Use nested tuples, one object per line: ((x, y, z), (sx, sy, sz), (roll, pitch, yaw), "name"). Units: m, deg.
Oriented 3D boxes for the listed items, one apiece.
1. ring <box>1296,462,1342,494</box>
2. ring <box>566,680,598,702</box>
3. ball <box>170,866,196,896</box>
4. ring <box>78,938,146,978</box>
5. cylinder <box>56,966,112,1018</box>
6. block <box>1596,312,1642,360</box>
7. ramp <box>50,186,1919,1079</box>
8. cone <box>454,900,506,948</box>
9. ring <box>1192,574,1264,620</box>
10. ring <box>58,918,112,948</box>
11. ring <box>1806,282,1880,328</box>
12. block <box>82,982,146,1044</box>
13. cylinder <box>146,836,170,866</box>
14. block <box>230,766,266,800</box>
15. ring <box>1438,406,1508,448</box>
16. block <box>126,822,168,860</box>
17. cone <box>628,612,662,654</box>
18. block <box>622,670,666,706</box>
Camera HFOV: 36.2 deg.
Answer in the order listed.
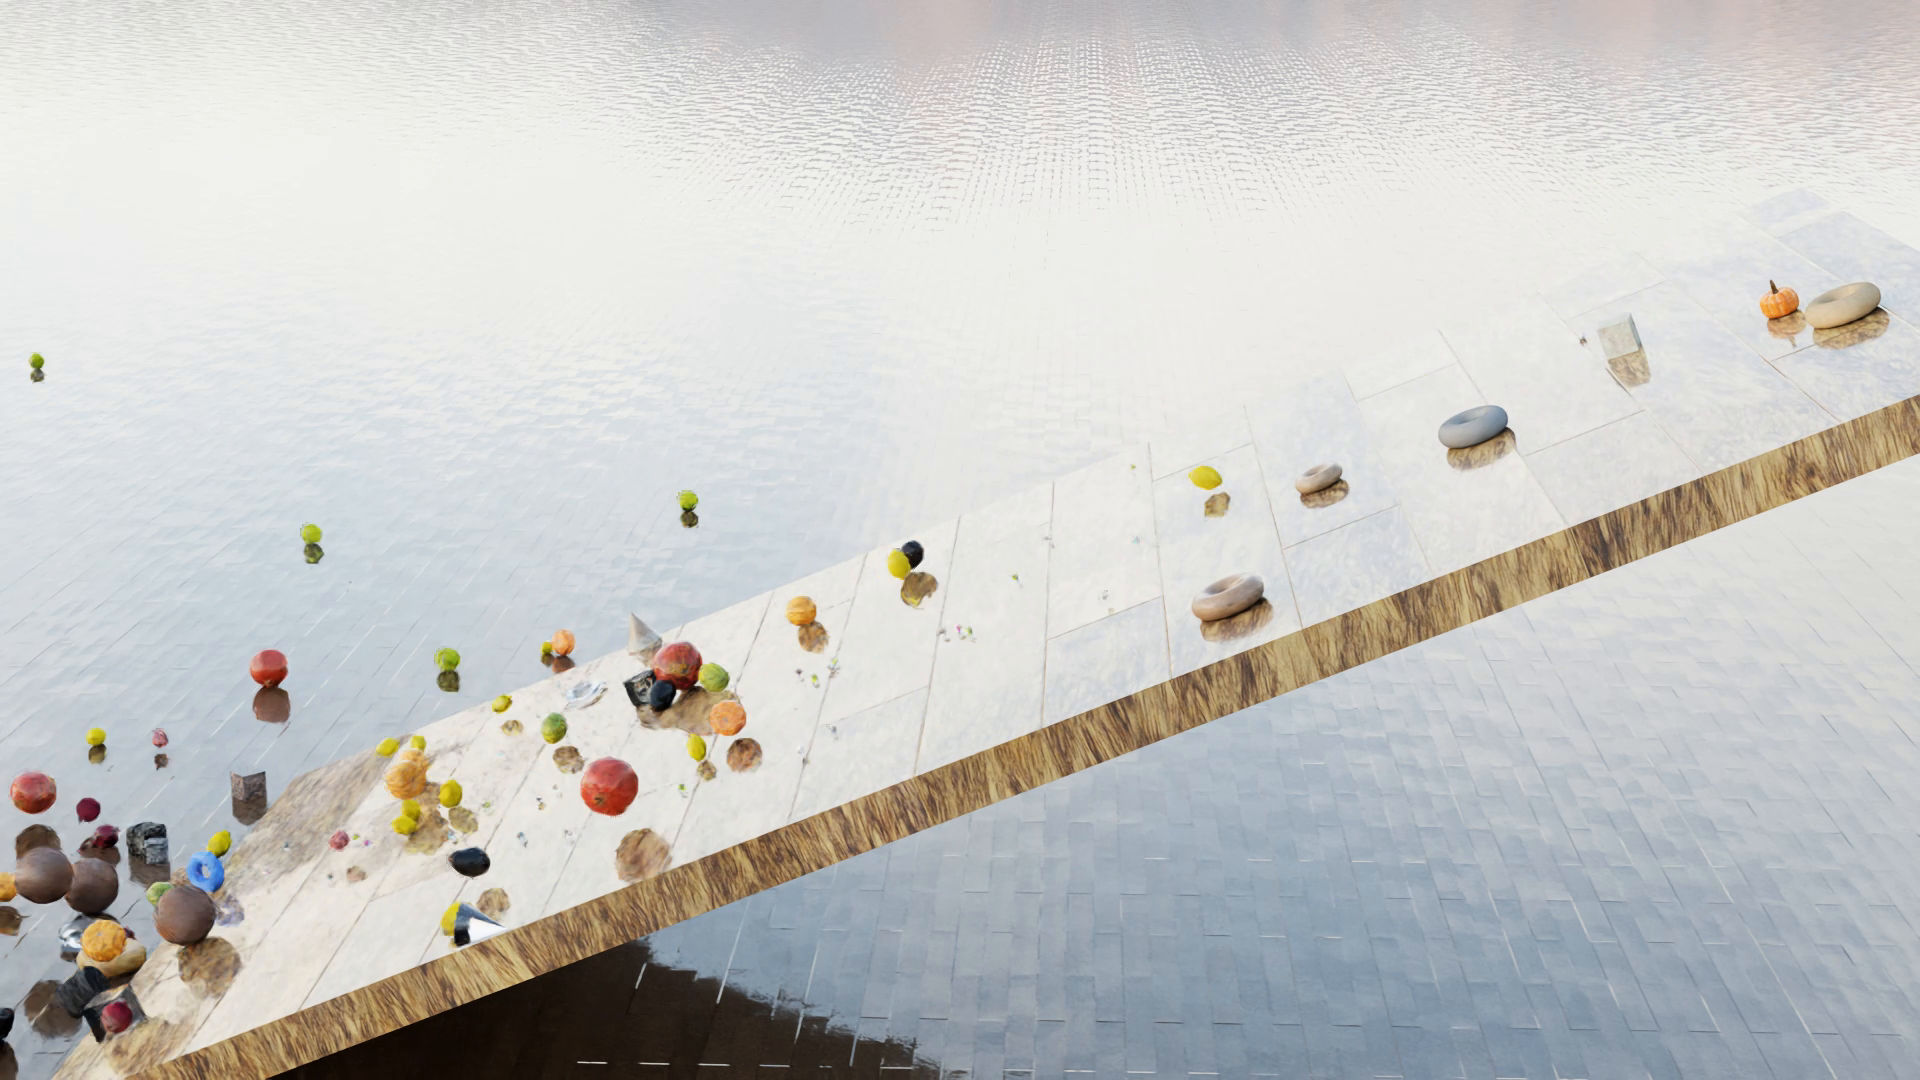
((0.748, -0.130, 6.130), (0.106, 0.035, 0.106), (-26, 11, 5), "ring")
((-0.906, 0.361, 7.055), (0.083, 0.028, 0.083), (-22, 13, 5), "ring")
((-1.779, 0.783, 6.746), (0.067, 0.067, 0.067), (0, 14, 0), "ball")
((-1.880, 0.925, 6.520), (0.150, 0.050, 0.150), (1, 15, 0), "ring")
((-1.832, 0.945, 6.145), (0.080, 0.080, 0.080), (-37, 12, 8), "cylinder")
((1.383, -0.429, 6.176), (0.068, 0.068, 0.068), (-18, 13, 23), "block")
((0.126, 0.172, 6.289), (4.000, 0.100, 2.000), (-21, 12, 8), "ramp")
((-0.884, 0.717, 5.461), (0.088, 0.088, 0.088), (6, 15, 5), "cone")
((0.504, 0.106, 5.534), (0.144, 0.048, 0.144), (-23, 11, 5), "ring")
((-1.985, 0.892, 6.674), (0.118, 0.039, 0.118), (0, 14, 0), "ring")
((1.721, -0.458, 5.734), (0.149, 0.050, 0.149), (-23, 11, 5), "ring")
((-1.685, 0.943, 5.861), (0.077, 0.077, 0.077), (-21, 12, 11), "block")
((-1.958, 0.758, 7.173), (0.054, 0.054, 0.054), (0, 14, 0), "cylinder")
((-1.851, 0.632, 7.650), (0.065, 0.065, 0.065), (-13, 19, -41), "block")
((1.045, -0.231, 5.993), (0.146, 0.049, 0.146), (-21, 13, 5), "ring")
((-1.997, 0.738, 7.226), (0.068, 0.068, 0.068), (8, 16, 30), "block")
((-0.801, 0.218, 7.315), (0.094, 0.094, 0.094), (-22, 12, 5), "cone")
((-0.723, 0.340, 6.735), (0.060, 0.060, 0.060), (-30, 14, -30), "block")
